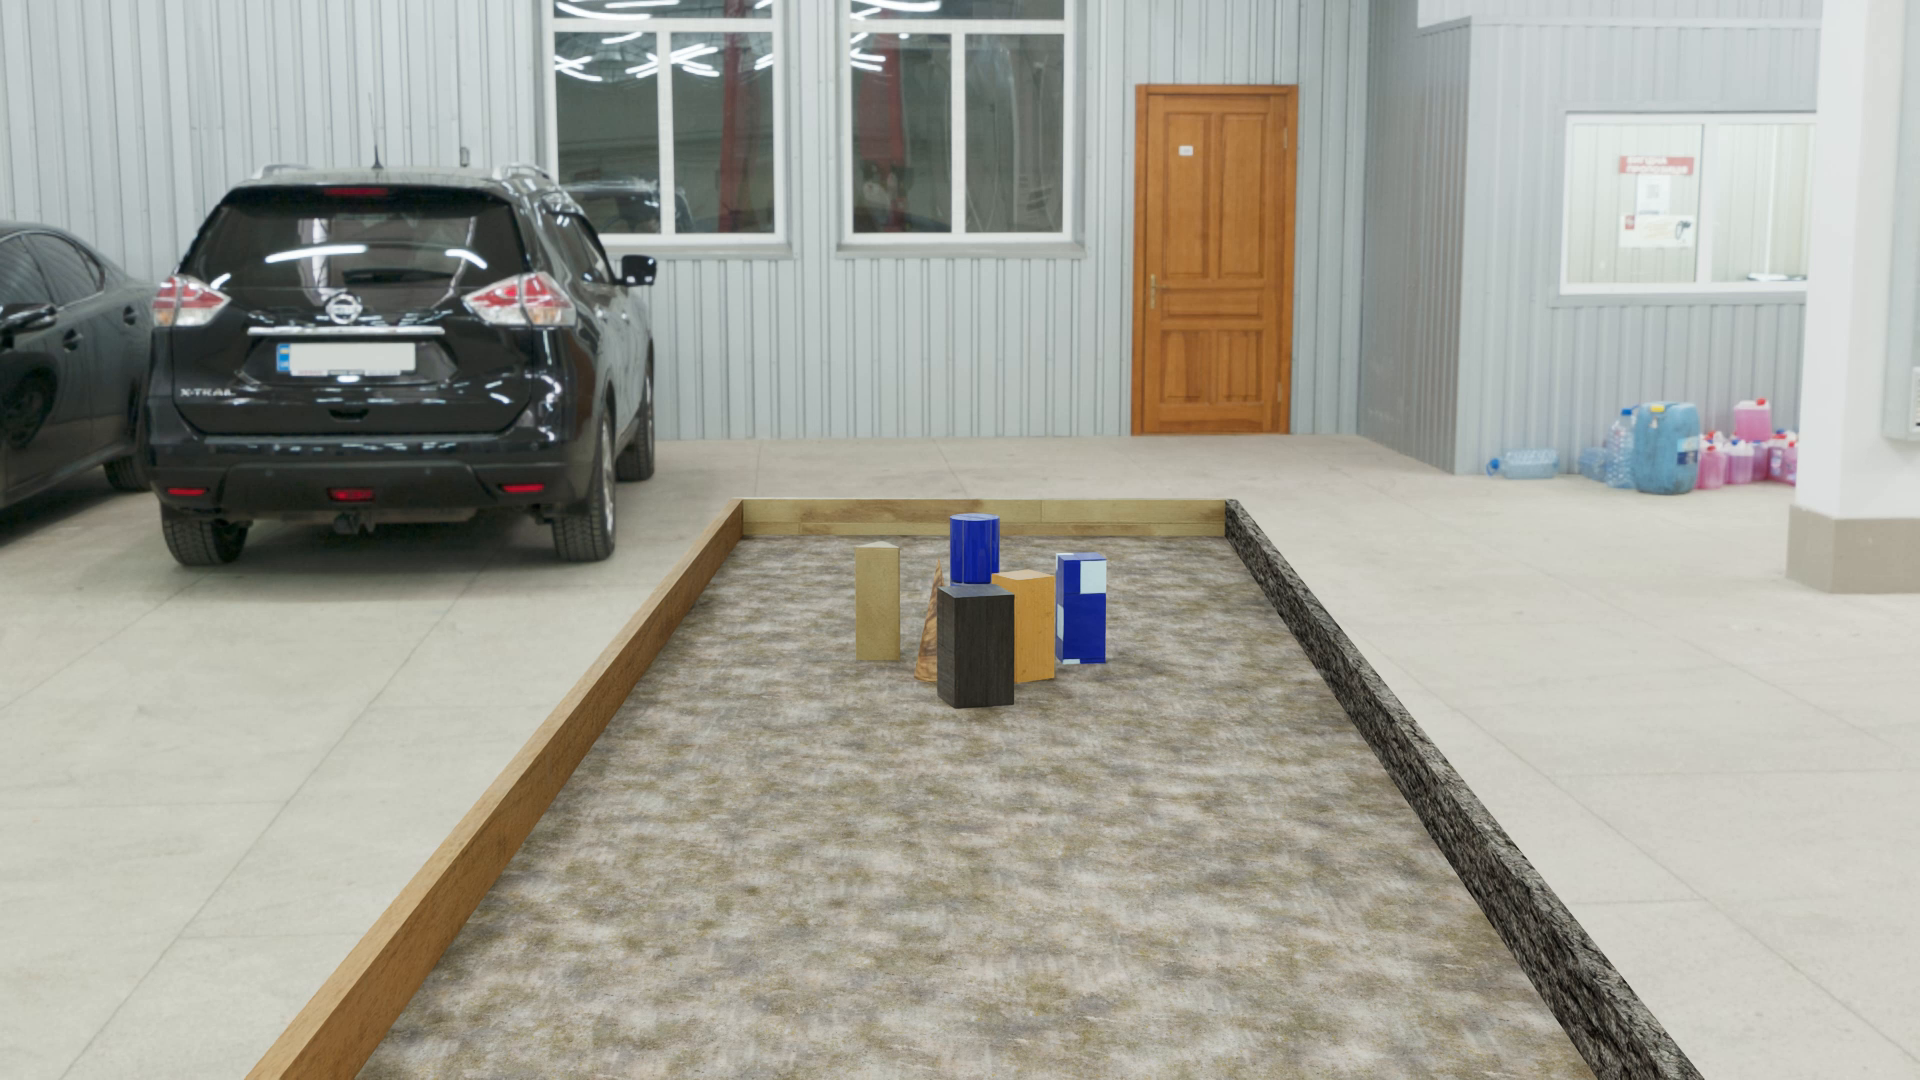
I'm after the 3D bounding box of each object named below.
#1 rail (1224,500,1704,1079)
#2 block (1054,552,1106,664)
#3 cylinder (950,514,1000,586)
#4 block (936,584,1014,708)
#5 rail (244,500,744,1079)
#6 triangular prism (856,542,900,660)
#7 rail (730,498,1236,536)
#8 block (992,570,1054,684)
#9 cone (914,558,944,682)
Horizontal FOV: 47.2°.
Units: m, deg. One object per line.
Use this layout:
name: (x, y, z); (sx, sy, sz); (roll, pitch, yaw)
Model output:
rail: (1.046, 0.843, 3.208); (0.050, 0.150, 12.000); (0, 9, 1)
block: (0.366, 0.206, 6.690); (0.130, 0.318, 0.130); (-1, 9, -8)
cylinder: (0.045, 0.146, 6.687); (0.151, 0.438, 0.151); (0, 9, 0)
block: (0.043, 0.295, 6.149); (0.173, 0.312, 0.173); (-3, 9, -17)
rail: (-1.004, 0.839, 3.234); (0.050, 0.150, 12.000); (0, 9, 1)
triangular prism: (-0.246, 0.185, 6.733); (0.134, 0.348, 0.116); (1, 9, 5)
rail: (0.099, -0.098, 9.147); (2.100, 0.150, 0.050); (0, 9, 1)
block: (0.185, 0.252, 6.452); (0.133, 0.304, 0.133); (-6, 11, -33)
cone: (-0.062, 0.225, 6.440); (0.150, 0.360, 0.150); (0, 9, 0)
